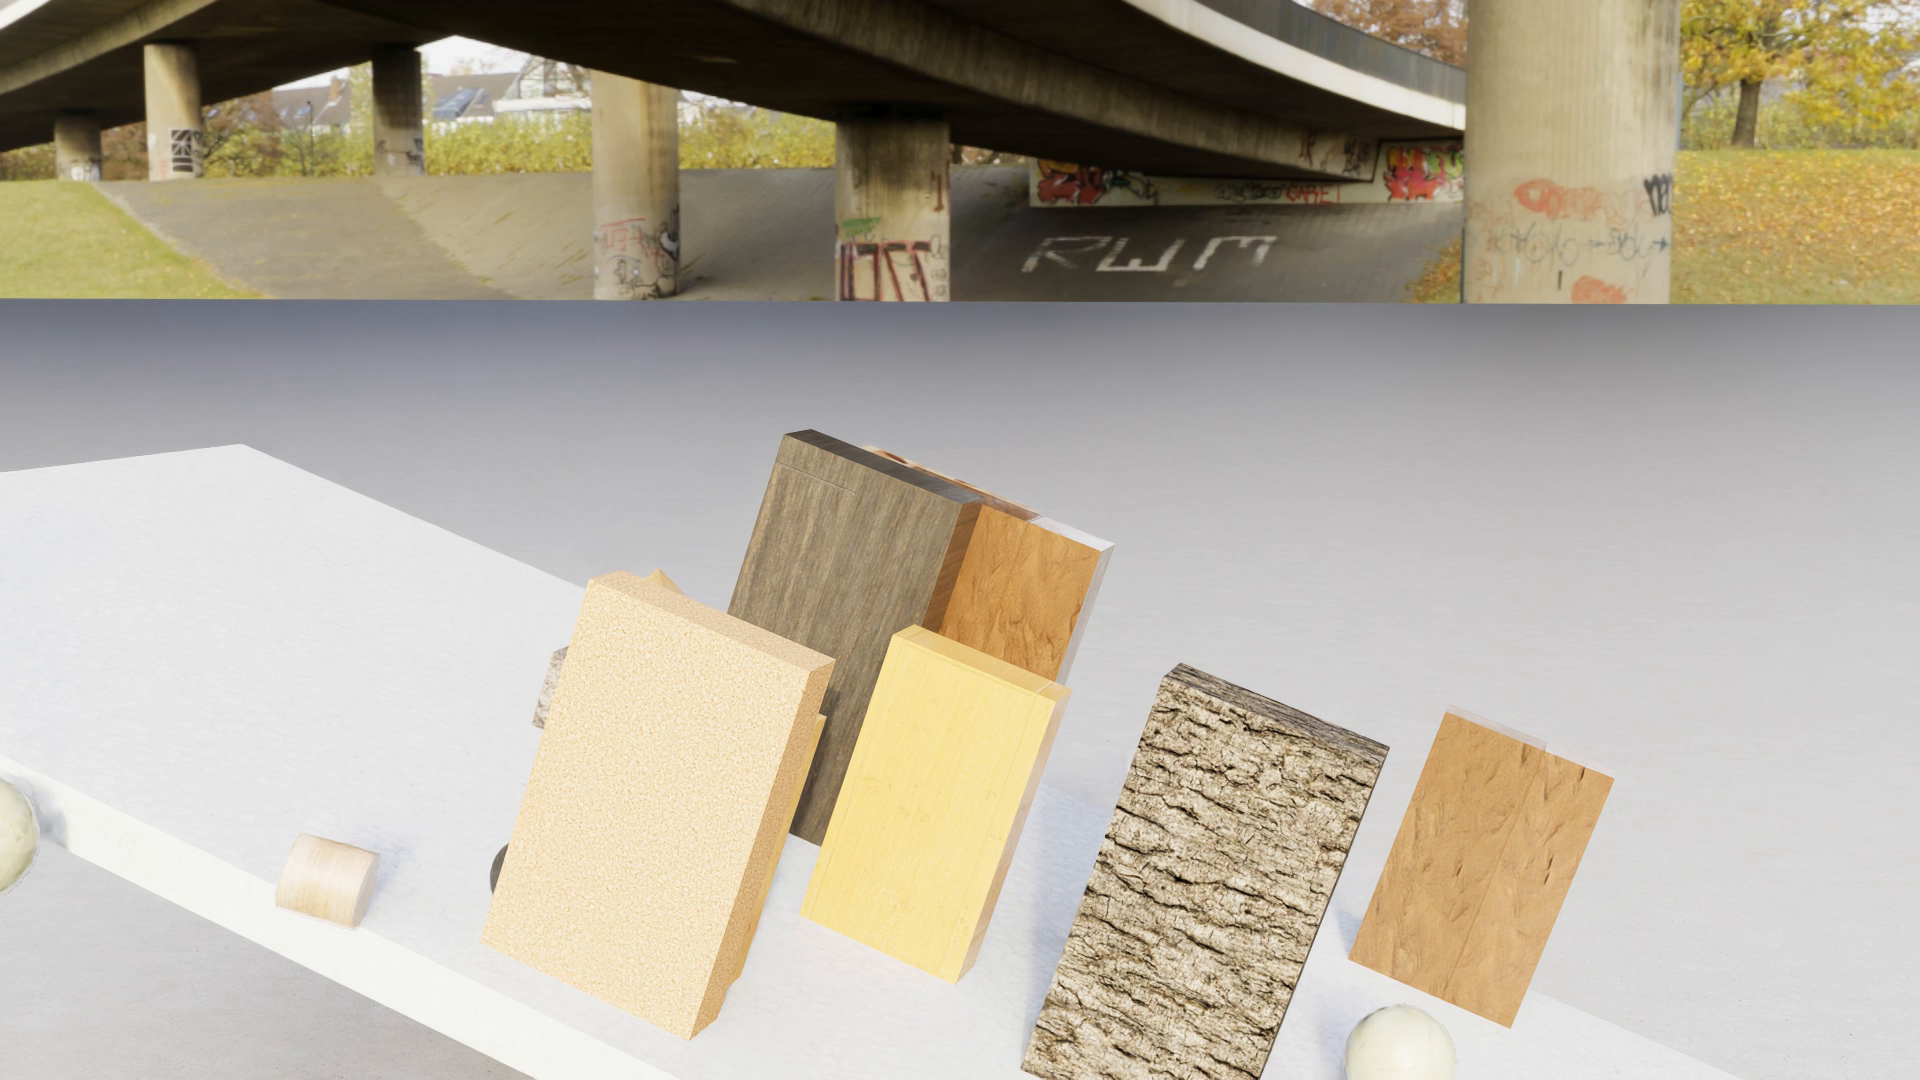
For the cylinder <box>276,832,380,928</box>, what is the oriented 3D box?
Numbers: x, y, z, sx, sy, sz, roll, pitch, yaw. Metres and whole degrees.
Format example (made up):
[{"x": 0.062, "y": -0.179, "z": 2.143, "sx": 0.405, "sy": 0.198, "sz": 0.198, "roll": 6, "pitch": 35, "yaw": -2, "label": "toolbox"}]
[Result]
[{"x": -0.952, "y": 0.513, "z": 3.318, "sx": 0.117, "sy": 0.117, "sz": 0.117, "roll": 17, "pitch": 7, "yaw": -2, "label": "cylinder"}]

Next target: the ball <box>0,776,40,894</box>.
[{"x": -1.497, "y": 0.448, "z": 3.323, "sx": 0.196, "sy": 0.196, "sz": 0.196, "roll": 0, "pitch": 7, "yaw": 0, "label": "ball"}]

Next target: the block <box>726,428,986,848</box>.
[{"x": -0.259, "y": 0.197, "z": 4.284, "sx": 0.377, "sy": 0.733, "sz": 0.147, "roll": 22, "pitch": 12, "yaw": 14, "label": "block"}]

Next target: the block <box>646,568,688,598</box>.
[{"x": -0.632, "y": 0.231, "z": 4.642, "sx": 0.210, "sy": 0.210, "sz": 0.210, "roll": -43, "pitch": 21, "yaw": 2, "label": "block"}]

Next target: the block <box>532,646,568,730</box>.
[{"x": -0.737, "y": 0.313, "z": 4.425, "sx": 0.159, "sy": 0.159, "sz": 0.159, "roll": 21, "pitch": 12, "yaw": 12, "label": "block"}]

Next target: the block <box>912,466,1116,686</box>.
[{"x": -0.016, "y": 0.256, "z": 4.479, "sx": 0.445, "sy": 0.694, "sz": 0.119, "roll": 22, "pitch": 12, "yaw": 14, "label": "block"}]

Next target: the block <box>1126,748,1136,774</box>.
[{"x": 0.696, "y": 0.799, "z": 7.460, "sx": 0.182, "sy": 0.182, "sz": 0.182, "roll": 27, "pitch": -42, "yaw": -35, "label": "block"}]

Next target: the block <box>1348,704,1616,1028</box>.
[{"x": 1.078, "y": 0.675, "z": 4.561, "sx": 0.356, "sy": 0.572, "sz": 0.090, "roll": 22, "pitch": 12, "yaw": 14, "label": "block"}]

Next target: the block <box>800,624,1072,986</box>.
[{"x": -0.045, "y": 0.464, "z": 3.875, "sx": 0.308, "sy": 0.543, "sz": 0.118, "roll": 22, "pitch": 12, "yaw": 14, "label": "block"}]

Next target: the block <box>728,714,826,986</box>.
[{"x": -0.415, "y": 0.460, "z": 3.518, "sx": 0.248, "sy": 0.468, "sz": 0.118, "roll": 22, "pitch": 12, "yaw": 14, "label": "block"}]

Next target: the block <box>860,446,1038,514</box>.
[{"x": -0.139, "y": 0.190, "z": 4.623, "sx": 0.391, "sy": 0.679, "sz": 0.131, "roll": 22, "pitch": 12, "yaw": 14, "label": "block"}]

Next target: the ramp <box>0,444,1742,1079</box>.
[{"x": -0.342, "y": 0.633, "z": 4.216, "sx": 4.000, "sy": 0.100, "sz": 2.000, "roll": 22, "pitch": 12, "yaw": 14, "label": "ramp"}]

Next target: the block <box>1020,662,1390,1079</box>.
[{"x": 0.392, "y": 0.598, "z": 3.553, "sx": 0.361, "sy": 0.704, "sz": 0.139, "roll": 22, "pitch": 12, "yaw": 14, "label": "block"}]

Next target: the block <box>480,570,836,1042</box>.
[{"x": -0.466, "y": 0.402, "z": 3.354, "sx": 0.372, "sy": 0.611, "sz": 0.109, "roll": 22, "pitch": 12, "yaw": 14, "label": "block"}]

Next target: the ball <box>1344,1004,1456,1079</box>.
[{"x": 0.781, "y": 0.925, "z": 3.908, "sx": 0.194, "sy": 0.194, "sz": 0.194, "roll": 0, "pitch": 7, "yaw": 0, "label": "ball"}]
